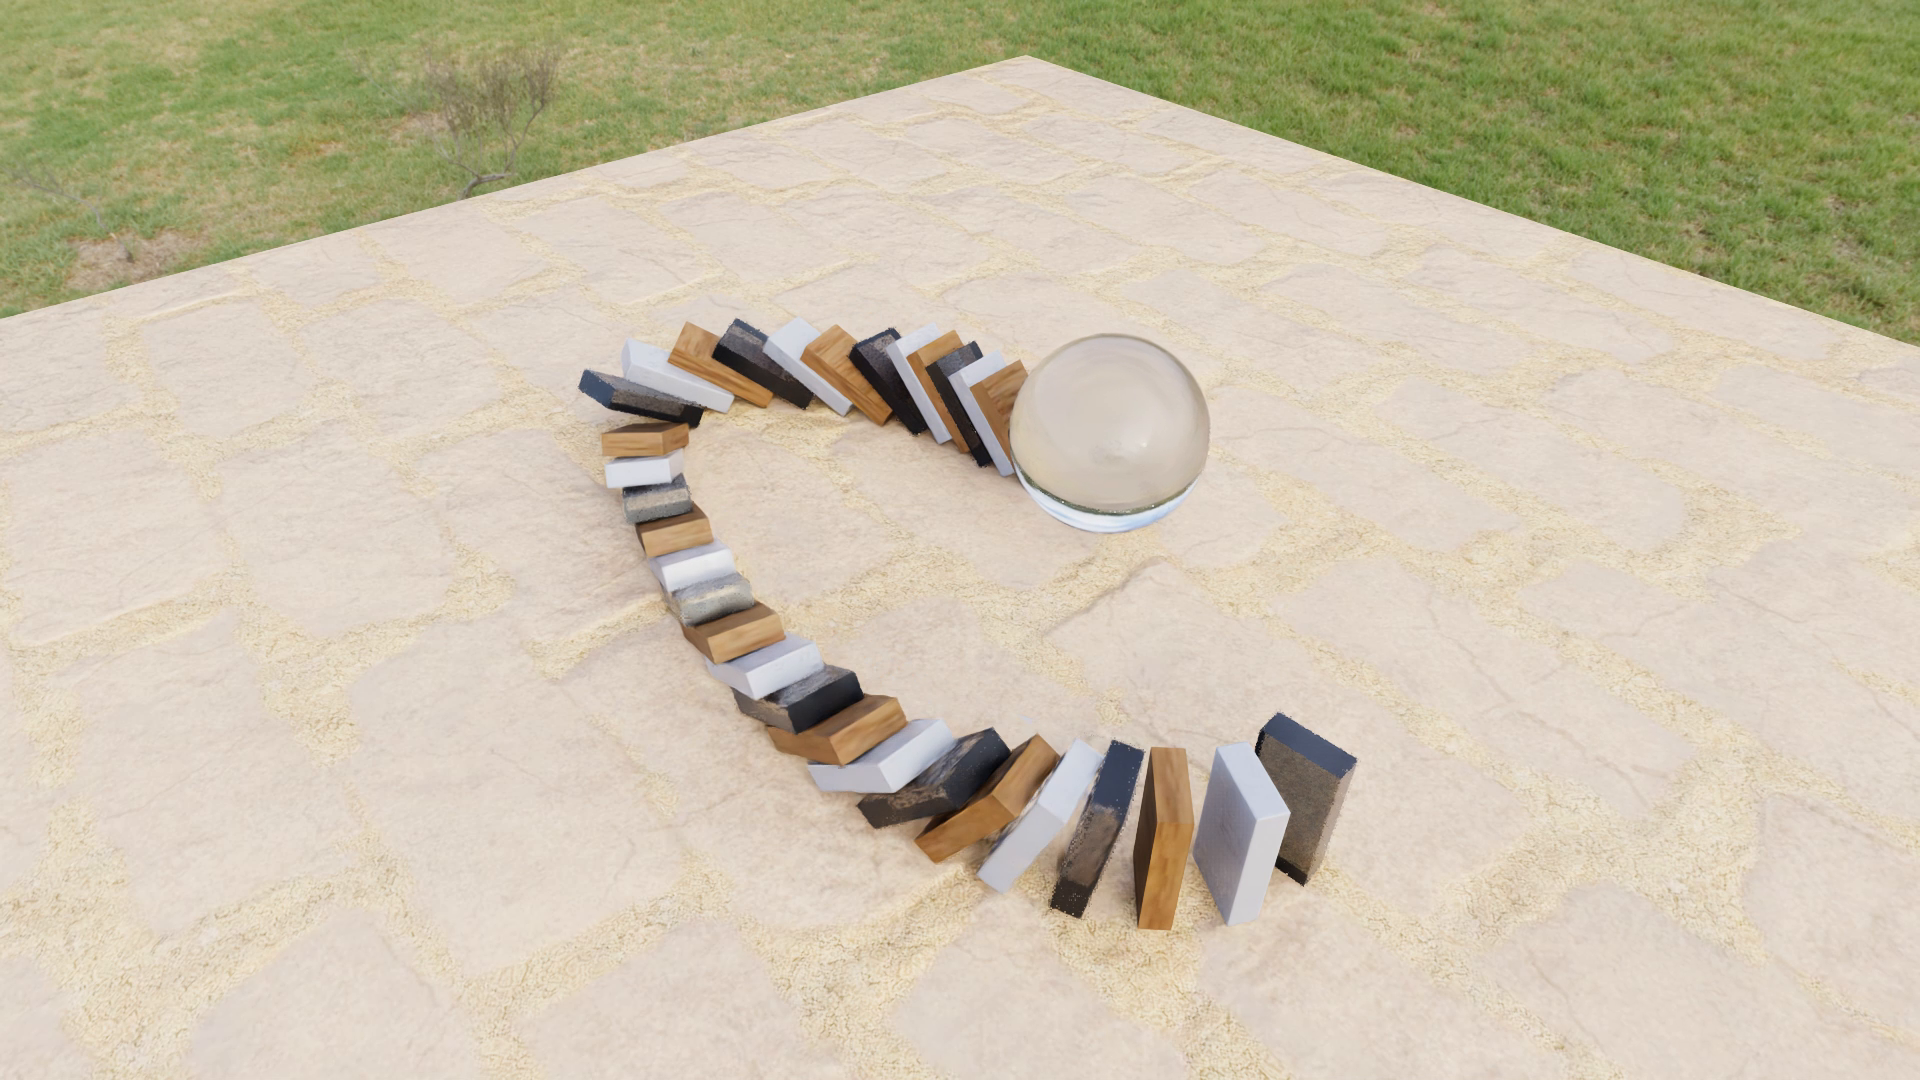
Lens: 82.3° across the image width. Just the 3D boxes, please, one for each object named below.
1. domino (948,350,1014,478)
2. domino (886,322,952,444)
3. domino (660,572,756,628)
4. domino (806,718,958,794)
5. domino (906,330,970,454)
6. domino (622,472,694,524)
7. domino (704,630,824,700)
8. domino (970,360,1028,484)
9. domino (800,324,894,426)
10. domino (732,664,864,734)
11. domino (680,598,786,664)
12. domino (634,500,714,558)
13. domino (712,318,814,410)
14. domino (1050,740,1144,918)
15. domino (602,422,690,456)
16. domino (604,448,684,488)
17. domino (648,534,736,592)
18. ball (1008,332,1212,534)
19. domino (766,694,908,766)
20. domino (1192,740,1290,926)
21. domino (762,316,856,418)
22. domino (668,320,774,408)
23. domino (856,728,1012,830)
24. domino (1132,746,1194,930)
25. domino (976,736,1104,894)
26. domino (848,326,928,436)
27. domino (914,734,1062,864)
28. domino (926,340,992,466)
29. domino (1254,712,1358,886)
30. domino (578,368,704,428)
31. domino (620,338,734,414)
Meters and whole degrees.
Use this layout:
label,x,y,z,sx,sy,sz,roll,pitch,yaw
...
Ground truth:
label,x,y,z,sx,sy,sz,roll,pitch,yaw
domino,0.018,-0.056,0.485,0.025,0.050,0.010,-34,8,-34
domino,-0.011,-0.072,0.504,0.025,0.050,0.010,-34,8,-34
domino,-0.093,0.019,0.403,0.025,0.009,0.050,-17,14,-20
domino,-0.025,0.066,0.338,0.025,0.010,0.050,-32,7,-33
domino,-0.001,-0.067,0.498,0.025,0.050,0.010,-36,10,-34
domino,-0.123,-0.018,0.447,0.025,0.010,0.050,-12,13,-14
domino,-0.068,0.041,0.375,0.025,0.010,0.050,-23,14,-26
domino,0.027,-0.050,0.478,0.025,0.050,0.009,-34,8,-34
domino,-0.048,-0.078,0.521,0.050,0.009,0.025,39,47,2
domino,-0.054,0.050,0.362,0.025,0.010,0.050,-26,13,-28
domino,-0.082,0.030,0.388,0.025,0.010,0.050,-20,14,-22
domino,-0.114,-0.005,0.433,0.025,0.009,0.050,-15,15,-18
domino,-0.091,-0.085,0.528,0.050,0.009,0.025,29,39,-11
domino,0.038,0.082,0.310,0.010,0.050,0.025,20,43,9
domino,-0.136,-0.044,0.479,0.025,0.010,0.050,-1,11,-1
domino,-0.132,-0.031,0.463,0.025,0.010,0.050,-6,11,-7
domino,-0.103,0.007,0.418,0.025,0.009,0.050,-17,15,-20
ball,0.059,-0.042,0.439,0.080,0.080,0.080,0,39,0
domino,-0.040,0.059,0.350,0.025,0.009,0.050,-28,11,-30
domino,0.078,0.083,0.310,0.009,0.050,0.025,-9,40,-11
domino,-0.067,-0.084,0.528,0.050,0.009,0.025,39,47,2
domino,-0.112,-0.084,0.528,0.050,0.009,0.025,25,36,-17
domino,-0.009,0.072,0.329,0.025,0.050,0.010,-39,95,-37
domino,0.056,0.084,0.309,0.009,0.050,0.025,2,39,3
domino,0.022,0.079,0.314,0.009,0.050,0.025,35,47,7
domino,-0.026,-0.075,0.516,0.025,0.010,0.050,-33,78,-35
domino,0.007,0.076,0.321,0.010,0.050,0.025,45,50,1
domino,0.008,-0.061,0.491,0.025,0.050,0.010,-34,8,-34
domino,0.096,0.076,0.319,0.025,0.050,0.010,32,49,33
domino,-0.144,-0.064,0.500,0.025,0.009,0.050,31,13,33
domino,-0.133,-0.077,0.518,0.050,0.010,0.025,17,29,-32
